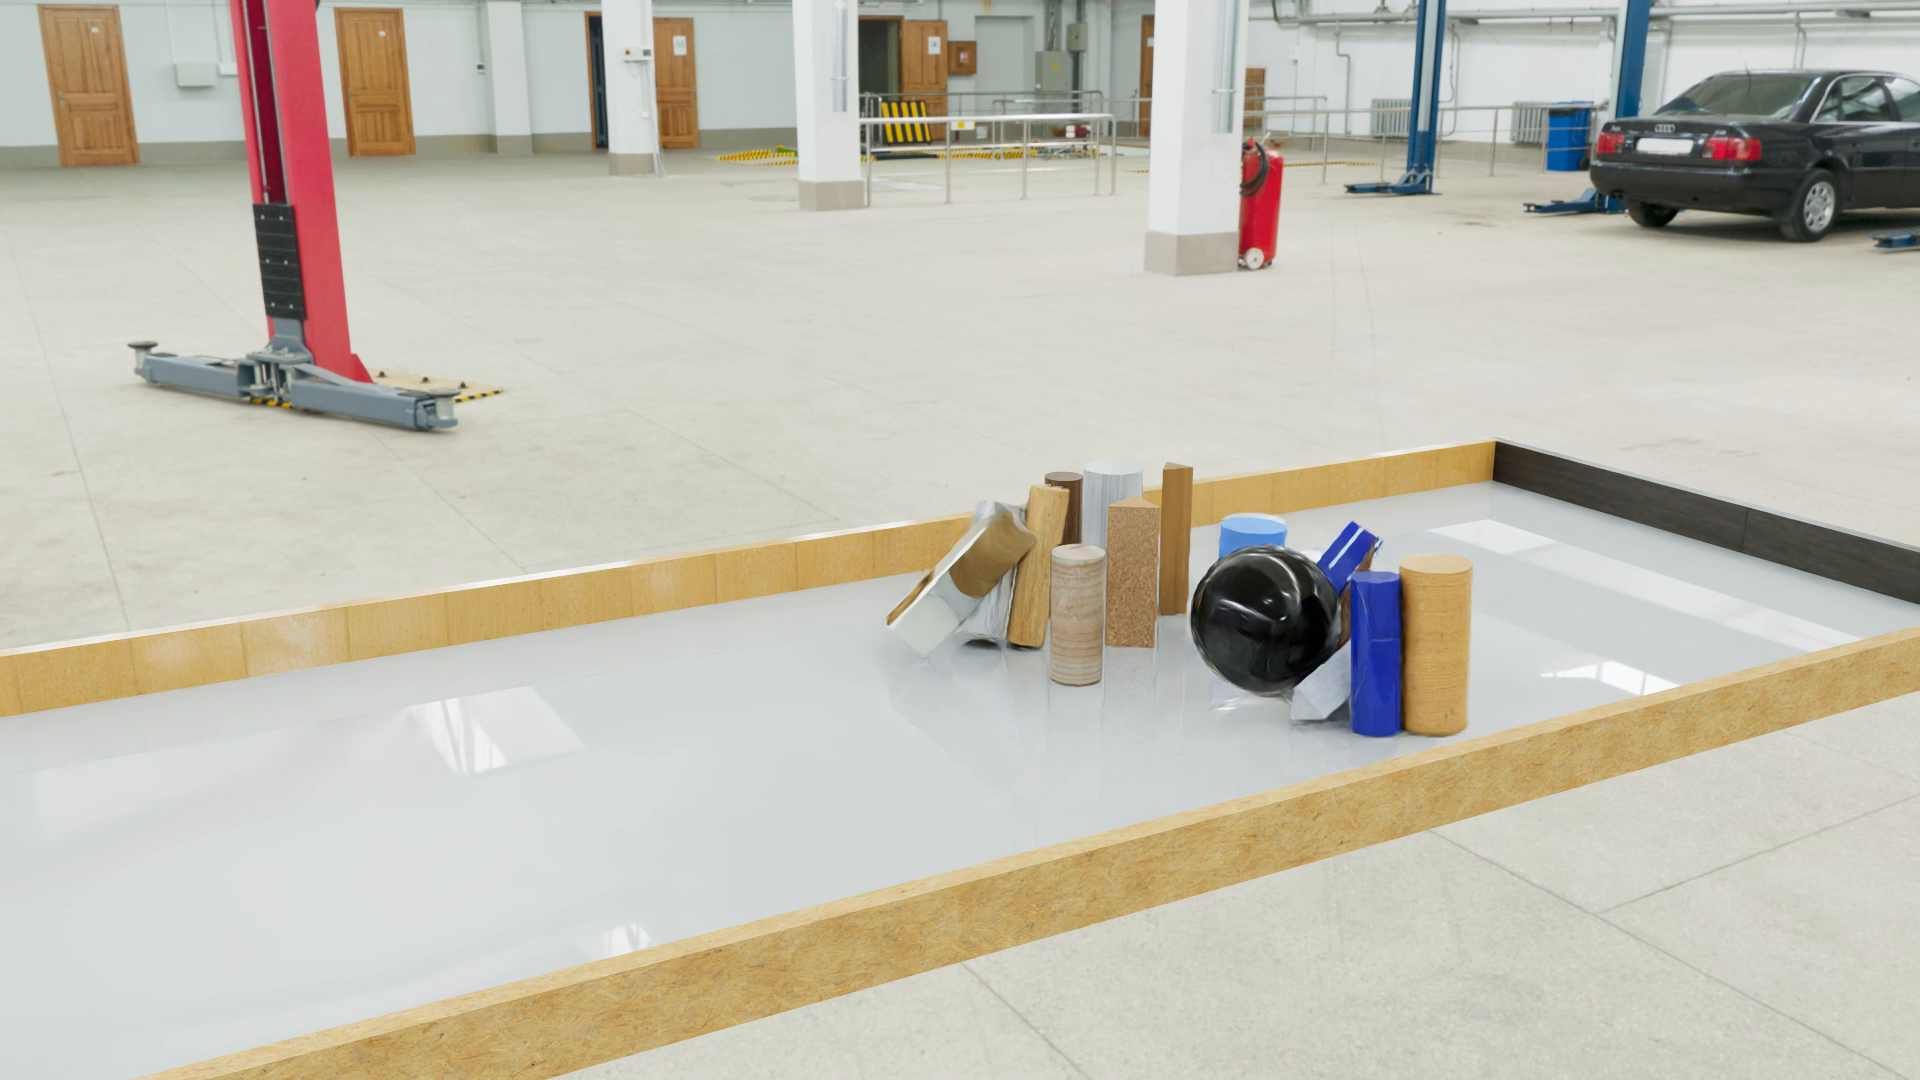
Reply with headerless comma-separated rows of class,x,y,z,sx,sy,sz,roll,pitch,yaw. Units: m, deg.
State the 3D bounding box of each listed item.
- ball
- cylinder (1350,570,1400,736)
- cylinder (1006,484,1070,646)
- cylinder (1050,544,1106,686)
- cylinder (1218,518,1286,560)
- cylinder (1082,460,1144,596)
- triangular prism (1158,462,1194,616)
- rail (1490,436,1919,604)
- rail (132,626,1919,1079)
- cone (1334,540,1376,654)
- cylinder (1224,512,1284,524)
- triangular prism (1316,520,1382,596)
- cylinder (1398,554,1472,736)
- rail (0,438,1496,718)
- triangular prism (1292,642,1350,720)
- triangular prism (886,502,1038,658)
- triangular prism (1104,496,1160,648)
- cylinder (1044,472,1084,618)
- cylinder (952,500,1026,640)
ball,0.740,0.191,4.001,0.364,0.364,0.364,0,16,0
cylinder,0.959,0.261,3.806,0.113,0.364,0.113,-3,13,1
cylinder,0.205,0.068,4.364,0.105,0.416,0.105,9,7,-1
cylinder,0.293,0.188,4.126,0.135,0.331,0.135,0,16,0
cylinder,0.748,0.132,4.273,0.167,0.351,0.167,1,15,0
cylinder,0.445,-0.037,4.836,0.174,0.363,0.174,0,16,0
triangular prism,0.588,-0.004,4.615,0.089,0.424,0.077,-5,17,-15
rail,2.466,-0.048,5.253,0.050,0.150,2.100,-9,18,-27
rail,-2.336,1.006,1.665,12.000,0.150,0.050,-9,18,-27
cone,0.973,0.162,4.114,0.135,0.364,0.135,21,3,-1
cylinder,0.782,0.102,4.434,0.161,0.320,0.161,1,15,0
triangular prism,0.906,0.134,4.196,0.095,0.398,0.110,40,2,12
cylinder,1.097,0.241,3.824,0.163,0.392,0.163,-3,16,1
rail,-3.305,0.497,3.399,12.000,0.150,0.050,-9,18,-27
triangular prism,0.899,0.316,3.930,0.306,0.086,0.099,-32,16,-38
triangular prism,-0.014,0.088,4.266,0.156,0.425,0.135,44,1,22
triangular prism,0.458,0.083,4.387,0.131,0.386,0.114,2,16,7
cylinder,0.285,0.017,4.589,0.107,0.400,0.107,0,16,0
cylinder,0.078,0.082,4.407,0.138,0.352,0.138,11,-8,2
